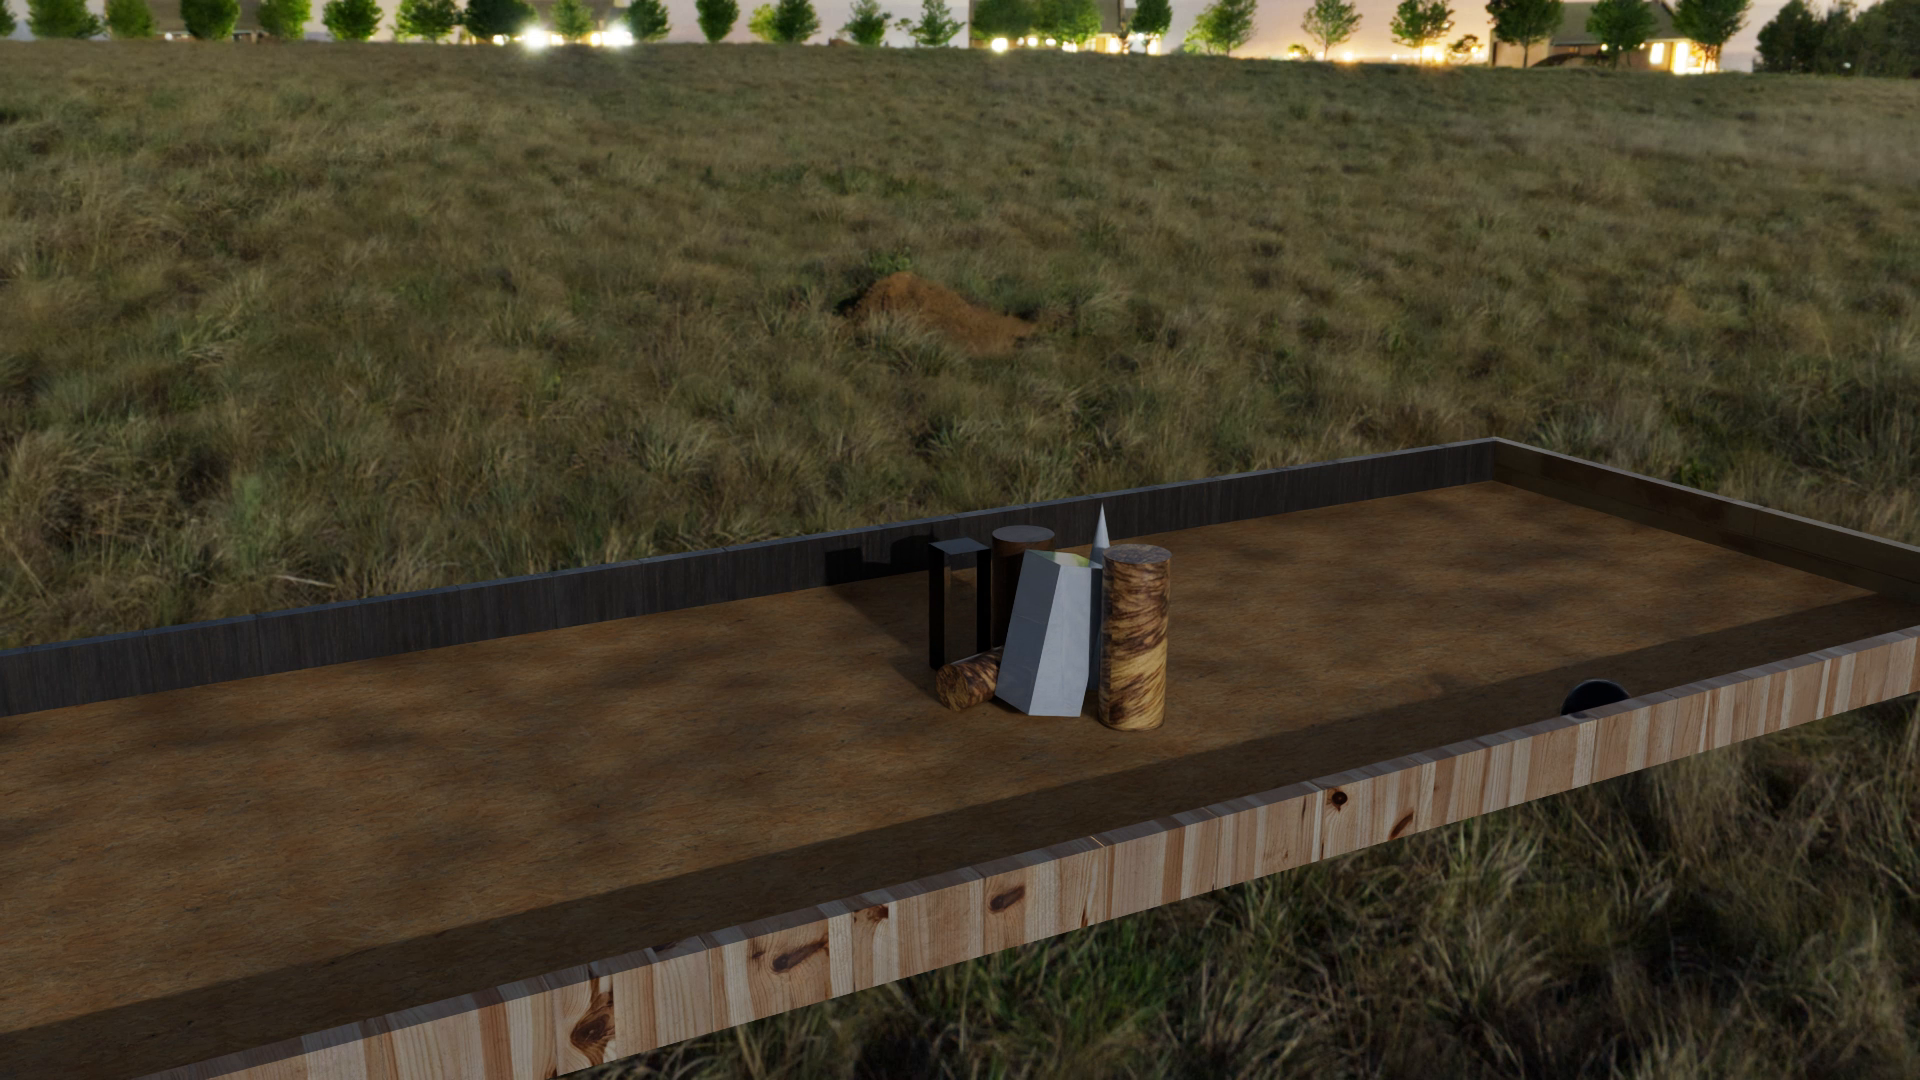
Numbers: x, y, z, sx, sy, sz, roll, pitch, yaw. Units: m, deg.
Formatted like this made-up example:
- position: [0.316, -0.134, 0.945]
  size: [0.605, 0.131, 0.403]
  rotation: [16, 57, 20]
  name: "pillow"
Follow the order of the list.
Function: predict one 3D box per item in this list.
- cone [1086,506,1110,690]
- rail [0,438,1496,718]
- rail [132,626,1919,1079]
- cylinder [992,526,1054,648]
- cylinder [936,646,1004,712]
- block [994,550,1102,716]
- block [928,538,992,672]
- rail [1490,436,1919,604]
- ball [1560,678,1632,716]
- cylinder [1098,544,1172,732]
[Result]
- position: [0.349, 0.128, 4.108]
  size: [0.178, 0.458, 0.178]
  rotation: [0, 16, 0]
  name: "cone"
- position: [-3.305, 0.497, 3.399]
  size: [12.000, 0.150, 0.050]
  rotation: [-9, 18, -27]
  name: "rail"
- position: [-2.336, 1.006, 1.665]
  size: [12.000, 0.150, 0.050]
  rotation: [-9, 18, -27]
  name: "rail"
- position: [0.166, 0.130, 4.370]
  size: [0.165, 0.305, 0.165]
  rotation: [0, 16, 0]
  name: "cylinder"
- position: [0.106, 0.320, 4.061]
  size: [0.344, 0.116, 0.116]
  rotation: [-15, 22, -41]
  name: "cylinder"
- position: [0.220, 0.221, 3.916]
  size: [0.150, 0.362, 0.150]
  rotation: [6, 11, -33]
  name: "block"
- position: [-0.001, 0.173, 4.179]
  size: [0.115, 0.331, 0.115]
  rotation: [-9, 19, -28]
  name: "block"
- position: [2.466, -0.048, 5.253]
  size: [0.050, 0.150, 2.100]
  rotation: [-9, 18, -27]
  name: "rail"
- position: [1.443, 0.395, 3.724]
  size: [0.162, 0.162, 0.162]
  rotation: [0, 16, 0]
  name: "ball"
- position: [0.406, 0.228, 3.849]
  size: [0.159, 0.411, 0.159]
  rotation: [0, 17, 0]
  name: "cylinder"
